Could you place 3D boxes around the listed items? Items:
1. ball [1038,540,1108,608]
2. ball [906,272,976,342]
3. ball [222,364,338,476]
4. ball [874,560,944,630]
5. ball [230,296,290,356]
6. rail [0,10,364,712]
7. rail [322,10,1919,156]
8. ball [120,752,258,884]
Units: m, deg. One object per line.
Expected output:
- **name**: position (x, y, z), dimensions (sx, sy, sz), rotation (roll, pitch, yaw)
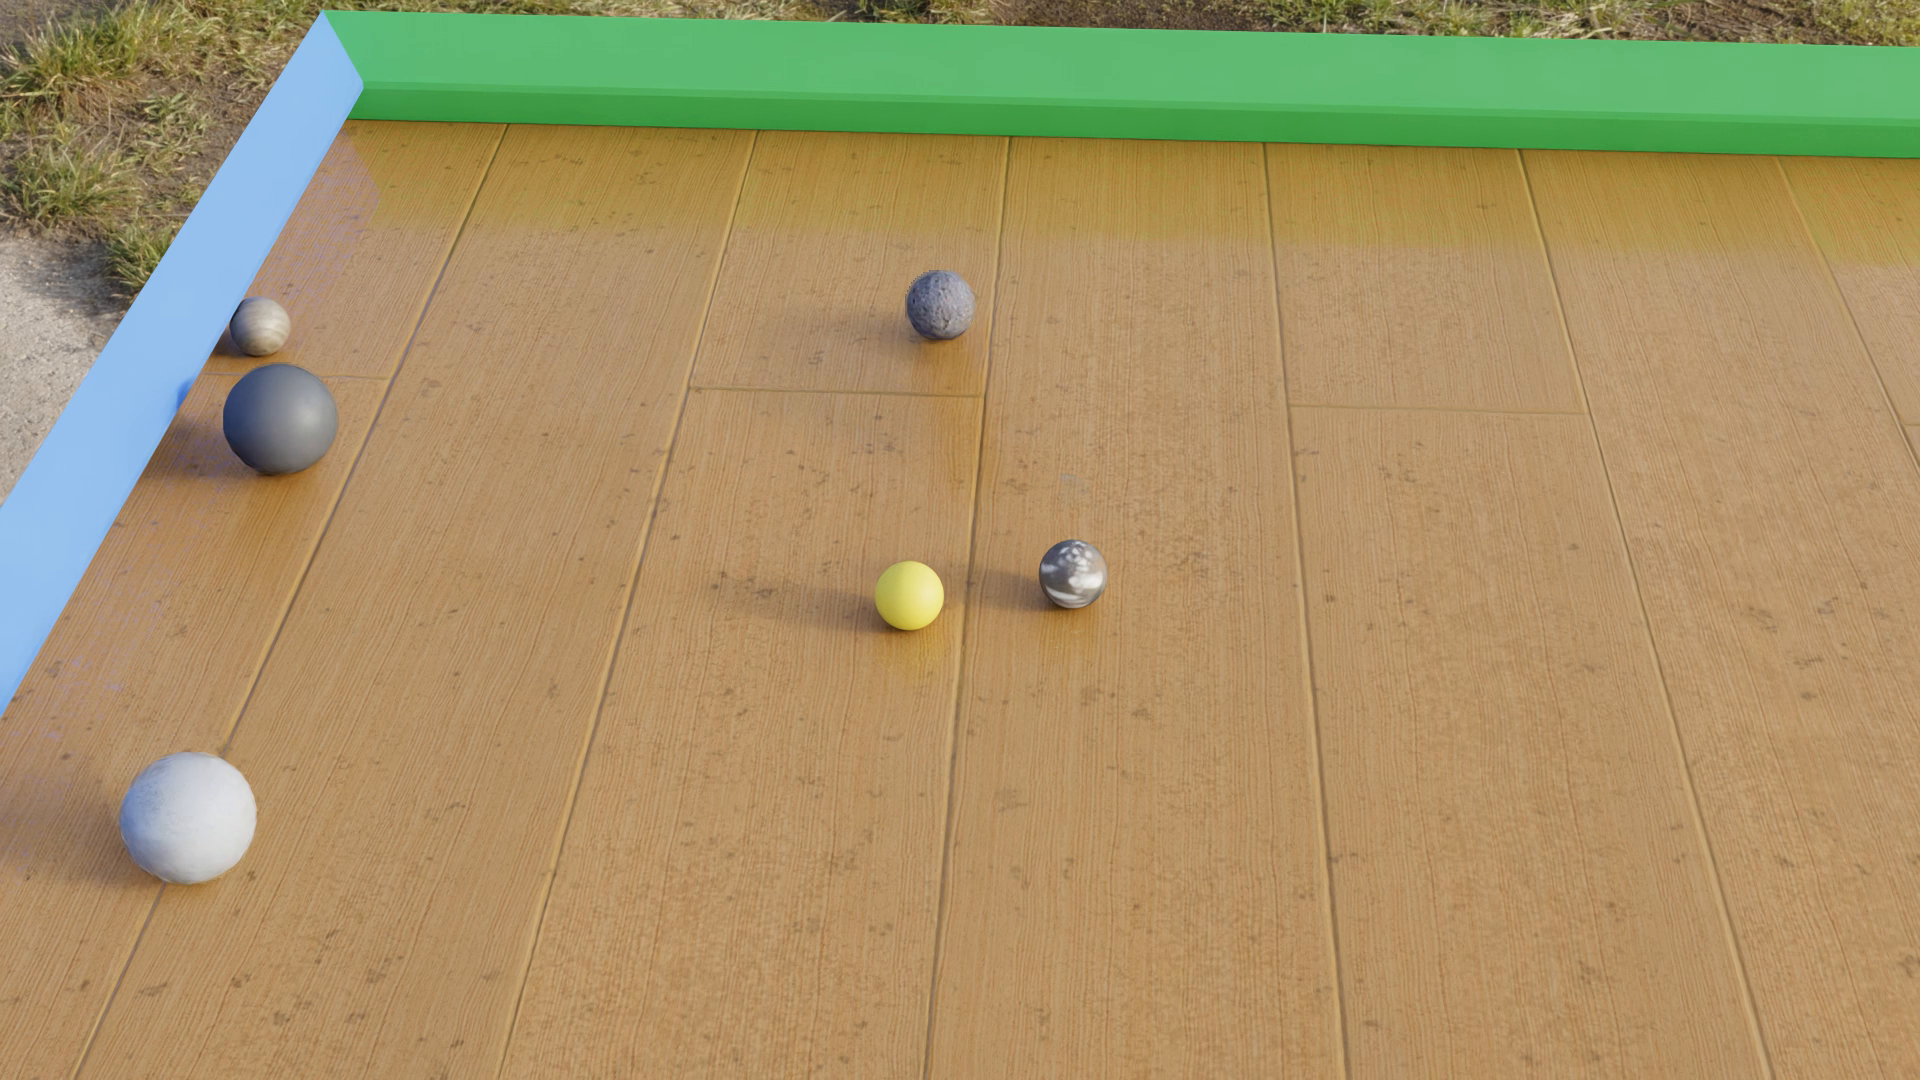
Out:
- **ball**: position (0.083, 0.025, 1.887), dimensions (0.051, 0.051, 0.051), rotation (0, 35, 0)
- **ball**: position (-0.016, -0.201, 2.203), dimensions (0.060, 0.060, 0.060), rotation (0, 35, 0)
- **ball**: position (-0.537, -0.095, 2.027), dimensions (0.088, 0.088, 0.088), rotation (0, 35, 0)
- **ball**: position (-0.037, 0.040, 1.866), dimensions (0.051, 0.051, 0.051), rotation (0, 35, 0)
- **ball**: position (-0.596, -0.182, 2.185), dimensions (0.051, 0.051, 0.051), rotation (0, 35, 0)
- **rail**: position (-0.644, -0.044, 1.929), dimensions (0.045, 0.114, 1.493), rotation (2, 35, 3)
- **rail**: position (0.708, -0.415, 2.460), dimensions (2.675, 0.114, 0.045), rotation (2, 35, 3)
- **ball**: position (-0.493, 0.177, 1.640), dimensions (0.084, 0.084, 0.084), rotation (0, 35, 0)
